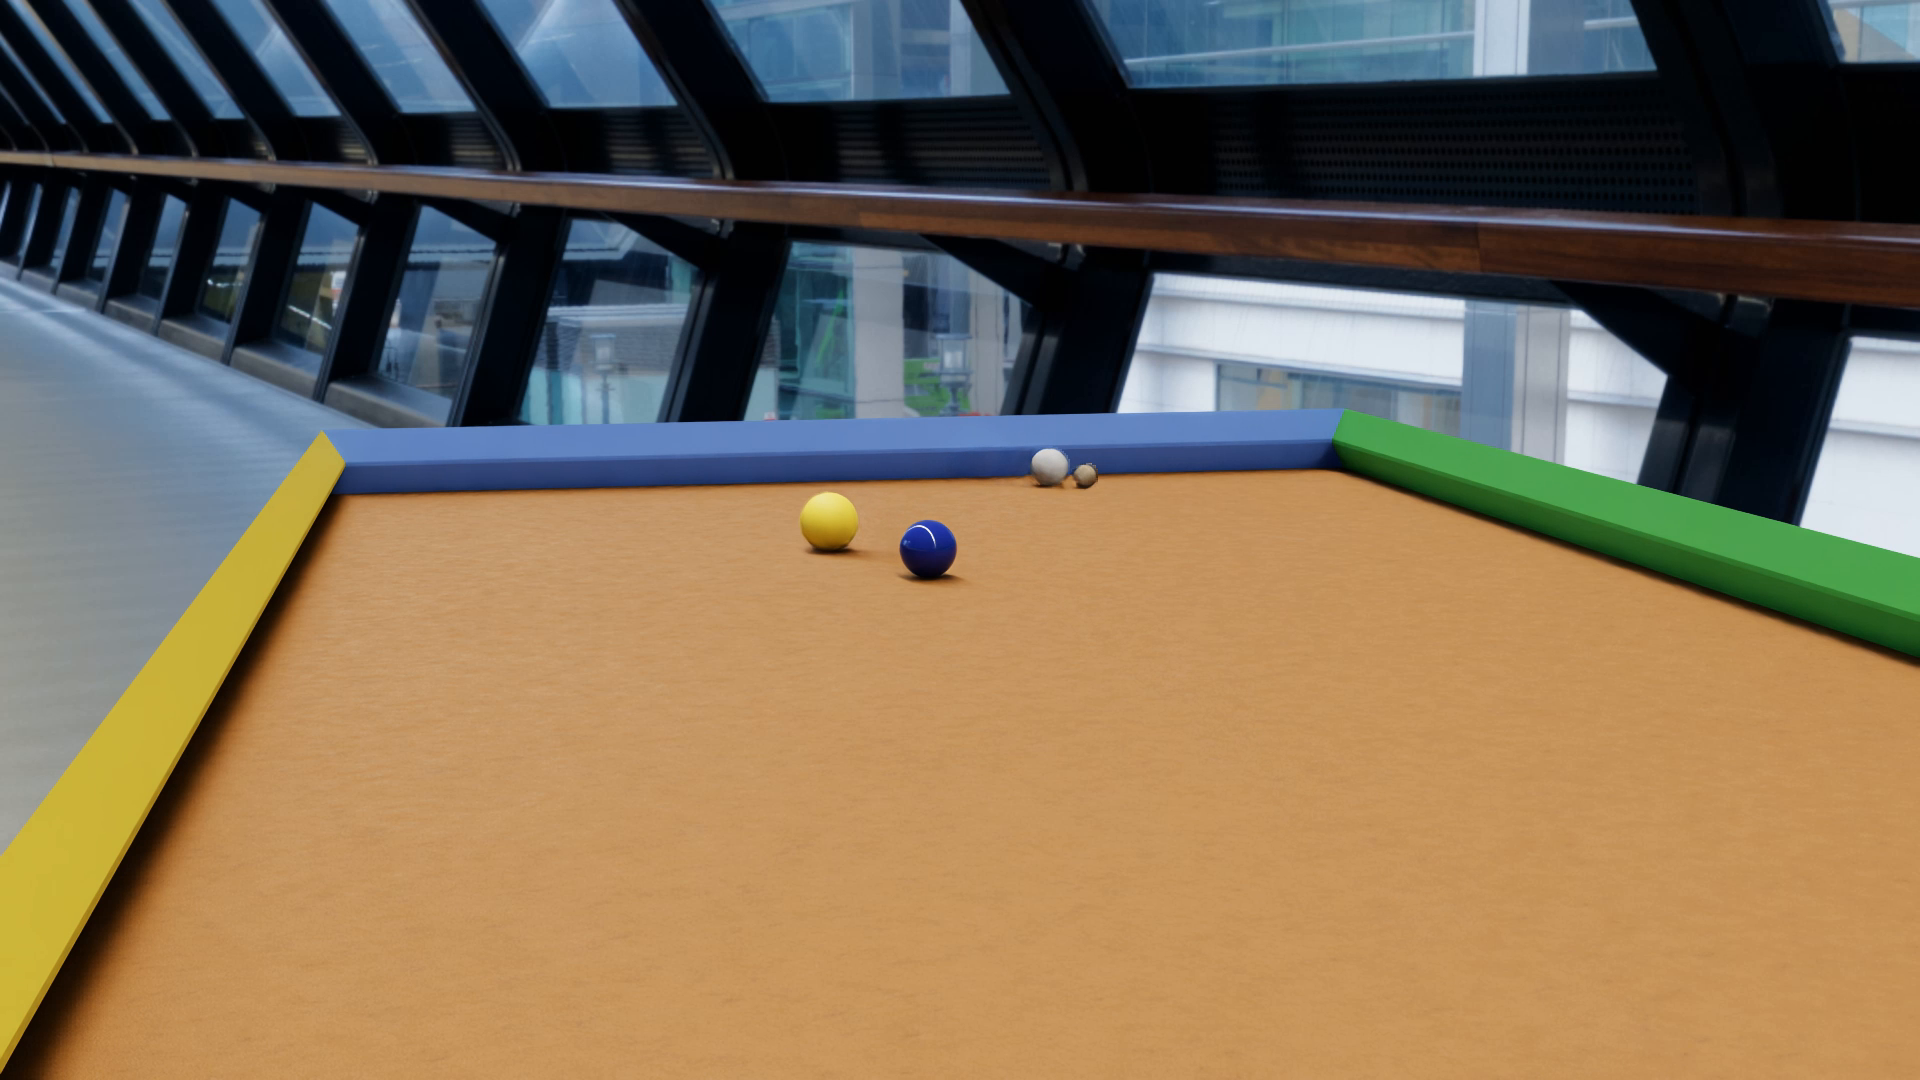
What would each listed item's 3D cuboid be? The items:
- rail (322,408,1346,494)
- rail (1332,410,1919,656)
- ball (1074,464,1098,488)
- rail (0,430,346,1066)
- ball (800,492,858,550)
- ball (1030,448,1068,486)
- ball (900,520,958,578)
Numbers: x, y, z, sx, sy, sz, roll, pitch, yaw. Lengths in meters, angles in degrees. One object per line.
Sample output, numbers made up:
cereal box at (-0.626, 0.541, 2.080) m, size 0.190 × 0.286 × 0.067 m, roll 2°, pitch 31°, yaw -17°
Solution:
rail at (-0.201, -0.178, 4.389) m, size 2.071 × 0.122 × 0.045 m, roll -2°, pitch 9°, yaw -11°
rail at (1.197, 0.102, 2.633) m, size 0.045 × 0.122 × 4.093 m, roll -2°, pitch 9°, yaw -11°
ball at (0.246, -0.124, 4.303) m, size 0.045 × 0.045 × 0.045 m, roll 0°, pitch 9°, yaw 0°
rail at (-0.785, 0.166, 2.231) m, size 0.045 × 0.122 × 4.093 m, roll -2°, pitch 9°, yaw -11°
ball at (-0.211, -0.029, 3.552) m, size 0.094 × 0.094 × 0.094 m, roll 0°, pitch 9°, yaw 0°
ball at (0.176, -0.143, 4.330) m, size 0.074 × 0.074 × 0.074 m, roll 0°, pitch 9°, yaw 0°
ball at (-0.048, 0.013, 3.306) m, size 0.087 × 0.087 × 0.087 m, roll 0°, pitch 9°, yaw 0°
